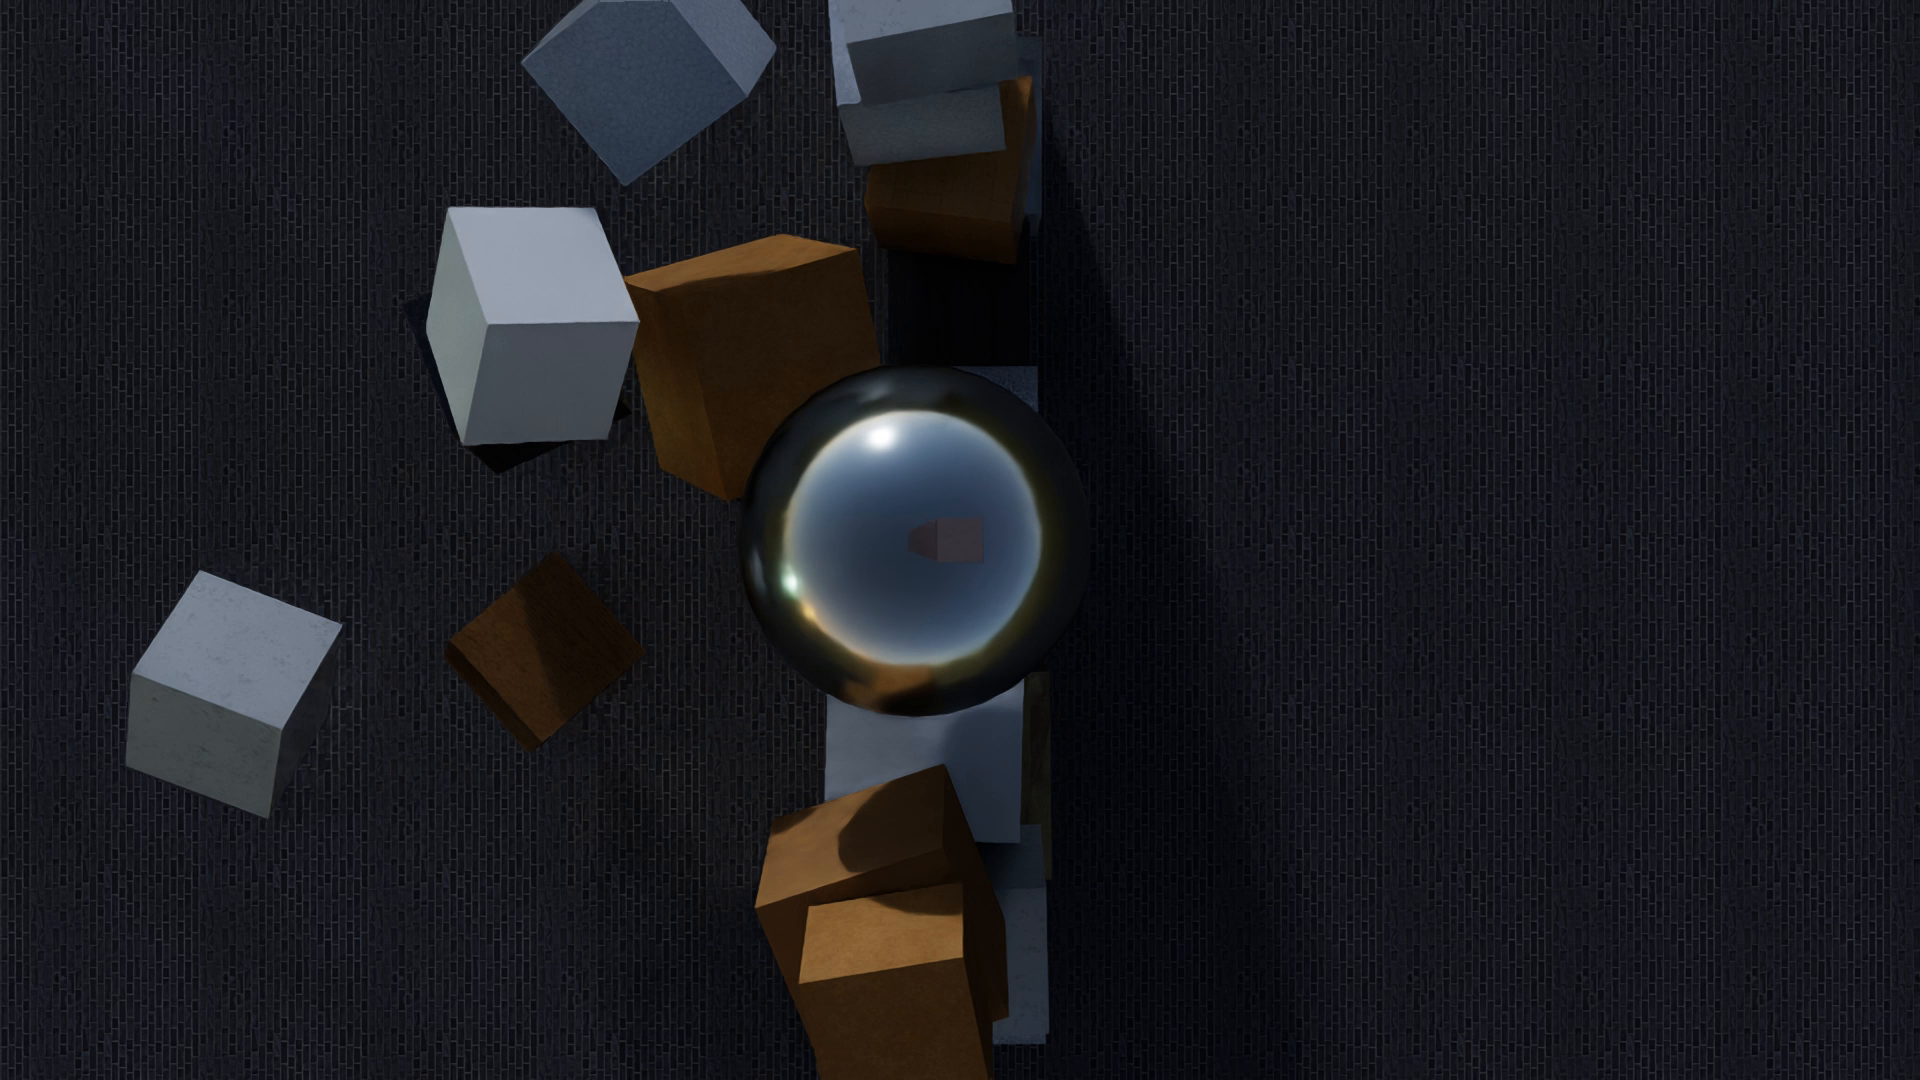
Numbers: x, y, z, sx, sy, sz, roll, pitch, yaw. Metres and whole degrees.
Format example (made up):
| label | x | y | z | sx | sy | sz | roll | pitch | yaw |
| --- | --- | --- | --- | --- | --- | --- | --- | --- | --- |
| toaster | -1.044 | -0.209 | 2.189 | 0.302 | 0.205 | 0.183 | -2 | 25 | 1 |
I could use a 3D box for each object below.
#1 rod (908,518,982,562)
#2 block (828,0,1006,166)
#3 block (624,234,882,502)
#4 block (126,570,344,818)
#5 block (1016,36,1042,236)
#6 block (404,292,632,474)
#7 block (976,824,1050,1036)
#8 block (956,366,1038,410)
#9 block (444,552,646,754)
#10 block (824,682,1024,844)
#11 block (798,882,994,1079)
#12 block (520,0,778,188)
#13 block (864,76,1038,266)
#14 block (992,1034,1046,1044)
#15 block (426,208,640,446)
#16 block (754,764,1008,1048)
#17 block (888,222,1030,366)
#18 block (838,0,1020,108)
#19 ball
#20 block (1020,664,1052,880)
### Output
| label | x | y | z | sx | sy | sz | roll | pitch | yaw |
| --- | --- | --- | --- | --- | --- | --- | --- | --- | --- |
| rod | -0.088 | 0.000 | 6.518 | 0.080 | 5.200 | 0.080 | 0 | 90 | -2 |
| block | -0.212 | -2.409 | 10.942 | 0.777 | 0.780 | 0.777 | -6 | 77 | 3 |
| block | -1.101 | -0.957 | 11.847 | 1.006 | 1.008 | 1.084 | -19 | 110 | -23 |
| block | -3.888 | 0.832 | 11.785 | 0.806 | 0.841 | 0.759 | 22 | 45 | -4 |
| block | -0.008 | -2.280 | 12.542 | 0.921 | 0.913 | 0.974 | 0 | 90 | 0 |
| block | -2.302 | -0.941 | 11.496 | 0.788 | 0.694 | 0.780 | -24 | 73 | 0 |
| block | 0.002 | 2.050 | 11.591 | 0.890 | 0.787 | 0.824 | -2 | 106 | 0 |
| block | 0.001 | -0.512 | 12.635 | 0.863 | 0.731 | 0.916 | 0 | 90 | 0 |
| block | -2.309 | 0.635 | 12.190 | 0.741 | 0.770 | 0.736 | -42 | 93 | -18 |
| block | -0.179 | 1.006 | 11.483 | 0.984 | 0.918 | 1.005 | 1 | 90 | 0 |
| block | -0.269 | 2.075 | 9.788 | 0.713 | 0.690 | 0.763 | -10 | 108 | 3 |
| block | -1.485 | -2.341 | 10.626 | 0.786 | 0.740 | 0.749 | -31 | 112 | 23 |
| block | -0.033 | -1.982 | 11.627 | 0.755 | 0.732 | 0.785 | 8 | 81 | 6 |
| block | -0.005 | 2.317 | 12.544 | 0.947 | 0.911 | 0.913 | 0 | 90 | 0 |
| block | -2.041 | -1.018 | 10.424 | 0.709 | 0.768 | 0.802 | -4 | 50 | -27 |
| block | -0.355 | 1.805 | 10.591 | 0.911 | 0.983 | 0.911 | -19 | 106 | 6 |
| block | -0.004 | -1.364 | 12.579 | 0.779 | 0.843 | 0.786 | 0 | 90 | 0 |
| block | -0.173 | -2.548 | 10.209 | 0.758 | 0.703 | 0.713 | -10 | 77 | 2 |
| ball | -0.204 | 0.000 | 9.916 | 1.600 | 1.600 | 1.600 | 0 | 90 | 0 |
| block | -0.035 | 1.284 | 12.471 | 1.056 | 1.058 | 1.132 | -1 | 90 | 0 |
